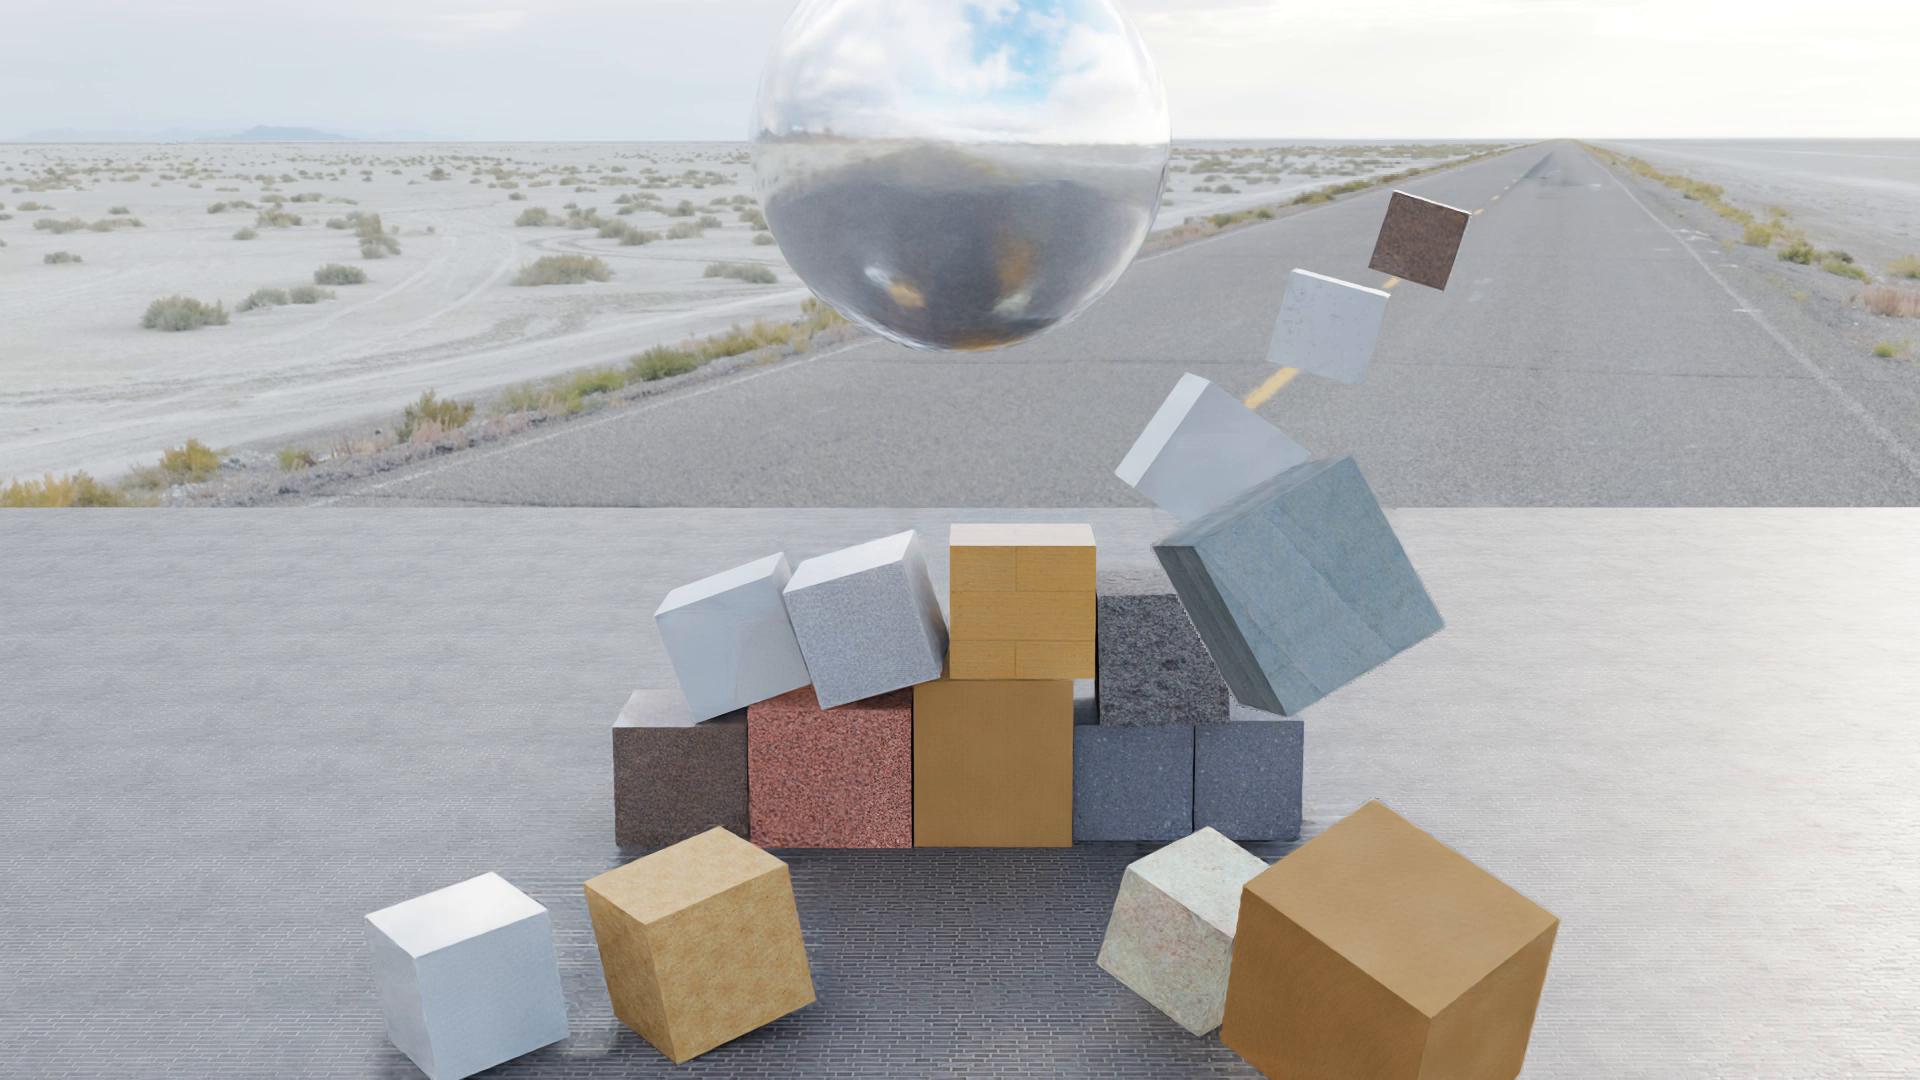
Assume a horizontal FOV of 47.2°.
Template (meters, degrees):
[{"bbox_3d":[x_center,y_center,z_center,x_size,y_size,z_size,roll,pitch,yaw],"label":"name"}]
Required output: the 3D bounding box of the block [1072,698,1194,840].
[{"bbox_3d":[0.875,1.179,11.389,0.605,0.605,0.556,0,10,0],"label":"block"}]

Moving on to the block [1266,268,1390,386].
[{"bbox_3d":[1.815,-1.051,10.829,0.480,0.447,0.418,17,12,9],"label":"block"}]

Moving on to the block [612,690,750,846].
[{"bbox_3d":[-1.400,1.169,11.412,0.670,0.617,0.777,0,10,0],"label":"block"}]

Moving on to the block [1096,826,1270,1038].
[{"bbox_3d":[0.993,1.584,8.958,0.539,0.492,0.567,32,31,32],"label":"block"}]

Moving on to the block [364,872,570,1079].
[{"bbox_3d":[-1.917,1.695,8.552,0.540,0.534,0.541,-16,17,-32],"label":"block"}]

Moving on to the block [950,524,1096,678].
[{"bbox_3d":[0.313,0.303,11.214,0.725,0.676,0.626,0,10,0],"label":"block"}]

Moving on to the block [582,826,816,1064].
[{"bbox_3d":[-1.039,1.599,8.763,0.626,0.603,0.577,-20,19,-29],"label":"block"}]

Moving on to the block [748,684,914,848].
[{"bbox_3d":[-0.650,1.122,11.395,0.812,0.715,0.833,0,10,0],"label":"block"}]

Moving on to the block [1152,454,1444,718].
[{"bbox_3d":[1.086,0.145,7.179,0.577,0.613,0.669,-29,3,-5],"label":"block"}]

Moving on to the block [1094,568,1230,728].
[{"bbox_3d":[1.021,0.541,11.269,0.648,0.673,0.658,-2,10,1],"label":"block"}]

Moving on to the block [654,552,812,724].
[{"bbox_3d":[-1.129,0.490,11.277,0.629,0.586,0.629,-19,10,4],"label":"block"}]

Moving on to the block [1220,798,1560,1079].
[{"bbox_3d":[1.493,1.554,7.736,0.711,0.762,0.810,-25,43,-35],"label":"block"}]

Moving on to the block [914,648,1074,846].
[{"bbox_3d":[0.169,1.056,11.359,0.795,0.858,0.742,0,10,0],"label":"block"}]

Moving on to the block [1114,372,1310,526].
[{"bbox_3d":[1.158,-0.357,10.212,0.567,0.589,0.580,35,4,-9],"label":"block"}]

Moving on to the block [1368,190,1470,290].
[{"bbox_3d":[2.304,-1.506,11.030,0.389,0.394,0.345,19,14,9],"label":"block"}]

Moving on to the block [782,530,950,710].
[{"bbox_3d":[-0.460,0.395,11.123,0.617,0.624,0.641,-16,12,8],"label":"block"}]

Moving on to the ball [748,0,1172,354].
[{"bbox_3d":[0.000,-1.507,8.358,1.600,1.600,1.600,0,10,0],"label":"ball"}]

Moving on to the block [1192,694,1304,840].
[{"bbox_3d":[1.461,1.169,11.404,0.548,0.620,0.540,0,10,0],"label":"block"}]
